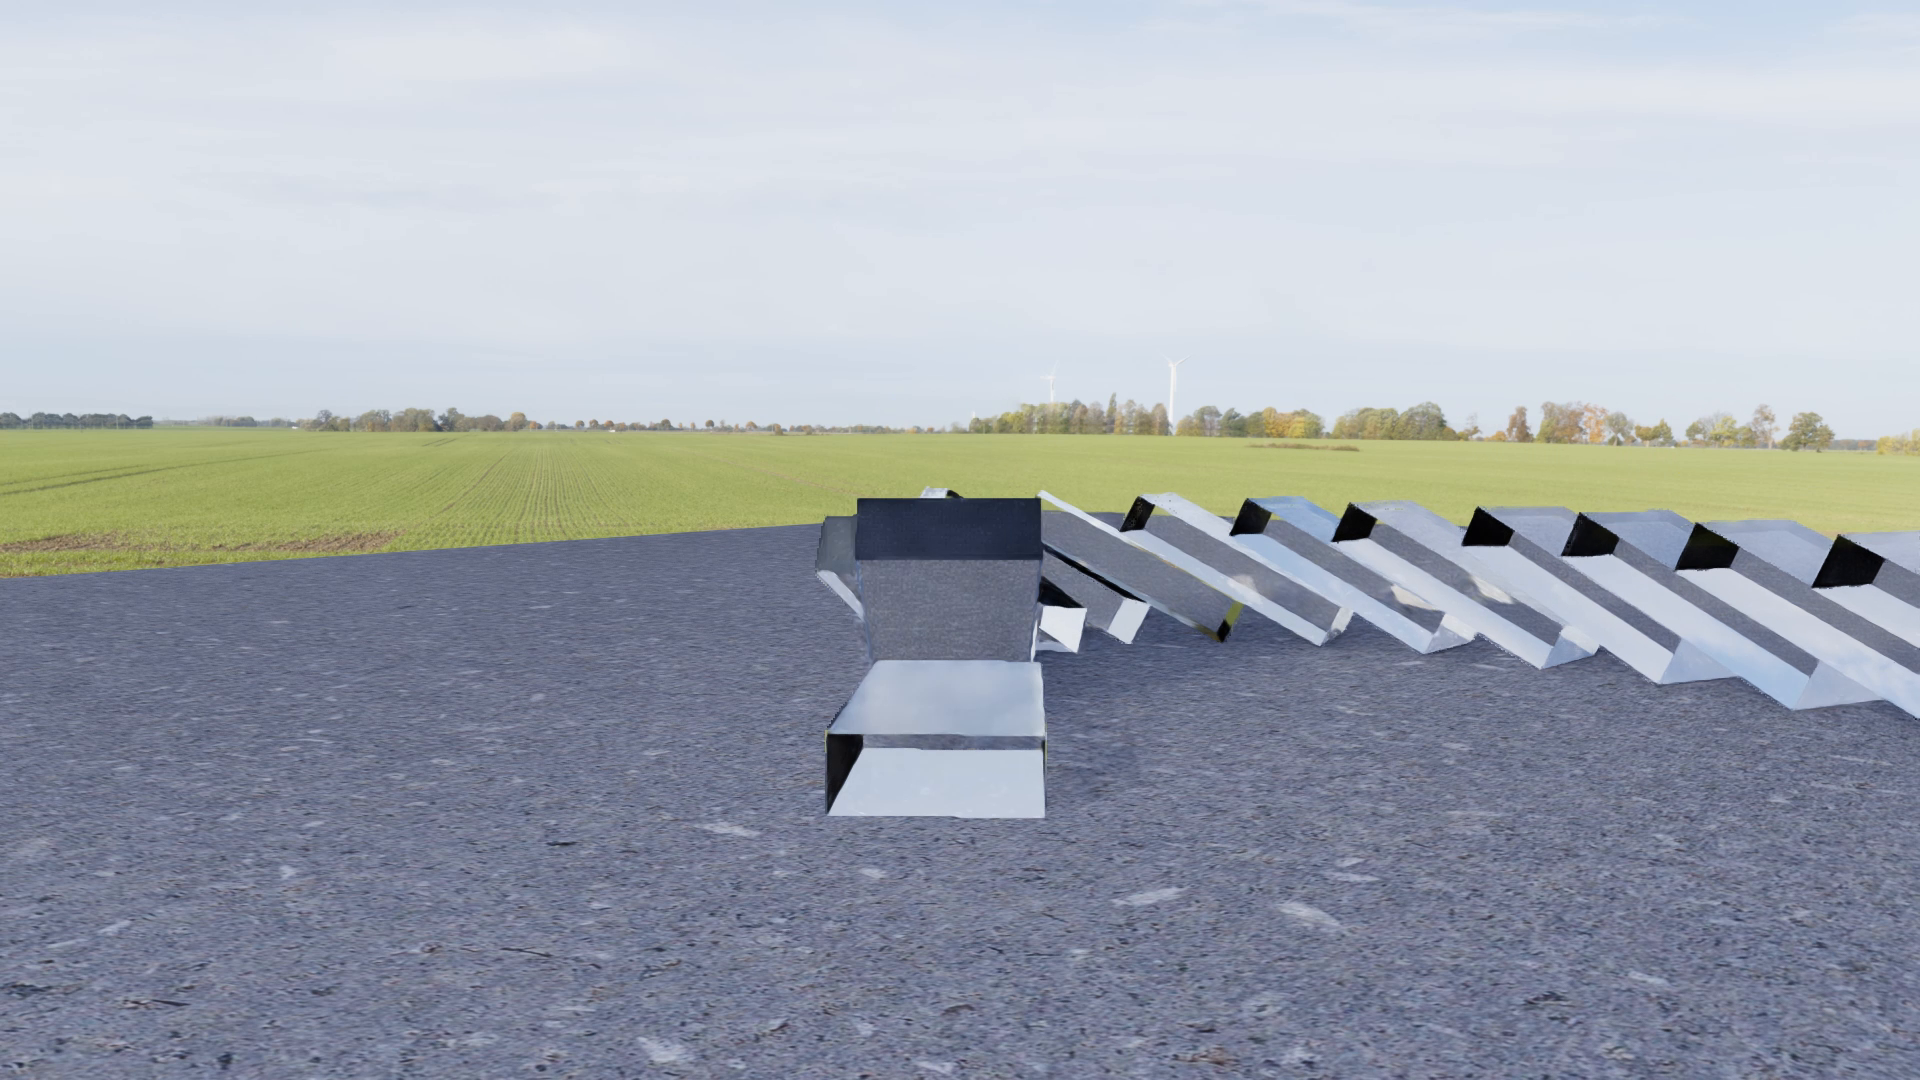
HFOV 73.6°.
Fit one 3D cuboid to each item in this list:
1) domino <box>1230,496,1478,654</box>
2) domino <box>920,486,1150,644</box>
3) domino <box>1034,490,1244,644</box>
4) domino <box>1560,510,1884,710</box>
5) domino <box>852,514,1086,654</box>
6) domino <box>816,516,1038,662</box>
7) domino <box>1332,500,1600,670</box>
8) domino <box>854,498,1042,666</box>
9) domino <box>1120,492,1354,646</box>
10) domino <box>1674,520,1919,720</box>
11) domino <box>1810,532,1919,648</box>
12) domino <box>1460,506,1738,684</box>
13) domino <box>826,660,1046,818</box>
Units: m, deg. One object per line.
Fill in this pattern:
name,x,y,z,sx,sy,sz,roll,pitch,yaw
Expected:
domino,0.087,0.006,0.280,0.025,0.010,0.050,-4,31,-48
domino,0.014,0.005,0.277,0.050,0.010,0.025,29,-3,-12
domino,0.038,0.005,0.287,0.050,0.010,0.025,28,7,4
domino,0.136,0.011,0.227,0.025,0.010,0.050,-2,29,-24
domino,0.002,0.009,0.249,0.025,0.010,0.050,3,-20,33
domino,-0.004,0.010,0.223,0.025,0.010,0.050,1,-22,16
domino,0.105,0.008,0.265,0.025,0.010,0.050,-4,31,-42
domino,-0.002,0.010,0.195,0.025,0.009,0.050,0,-28,0
domino,0.063,0.005,0.288,0.050,0.010,0.025,31,17,23
domino,0.145,0.013,0.205,0.025,0.010,0.050,-2,29,-24
domino,0.154,0.015,0.183,0.025,0.010,0.050,-2,28,-23
domino,0.125,0.009,0.248,0.025,0.010,0.050,-1,29,-26
domino,-0.001,0.025,0.171,0.025,0.009,0.050,0,4,3
